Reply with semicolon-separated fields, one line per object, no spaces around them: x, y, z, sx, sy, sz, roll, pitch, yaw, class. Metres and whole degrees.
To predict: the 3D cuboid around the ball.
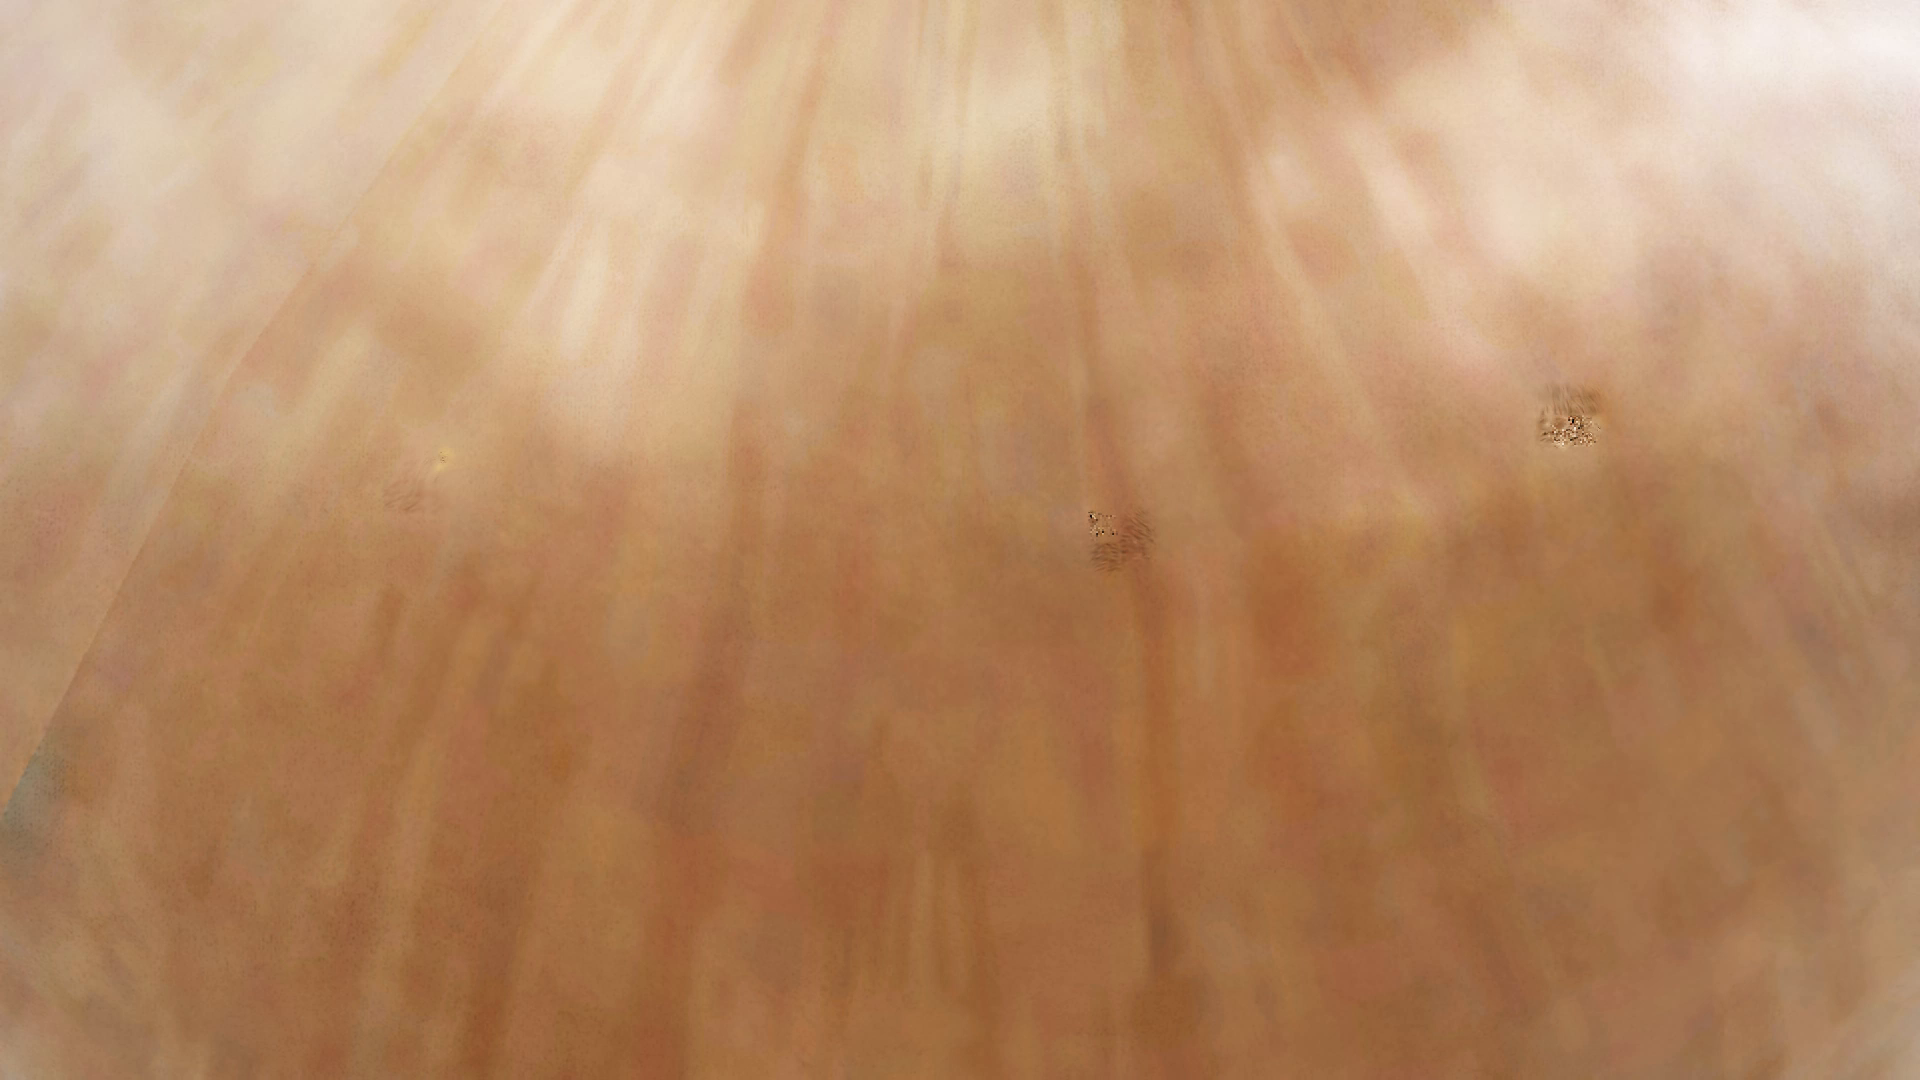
0.000;-0.002;0.056;0.080;0.080;0.080;0;4;0;ball
